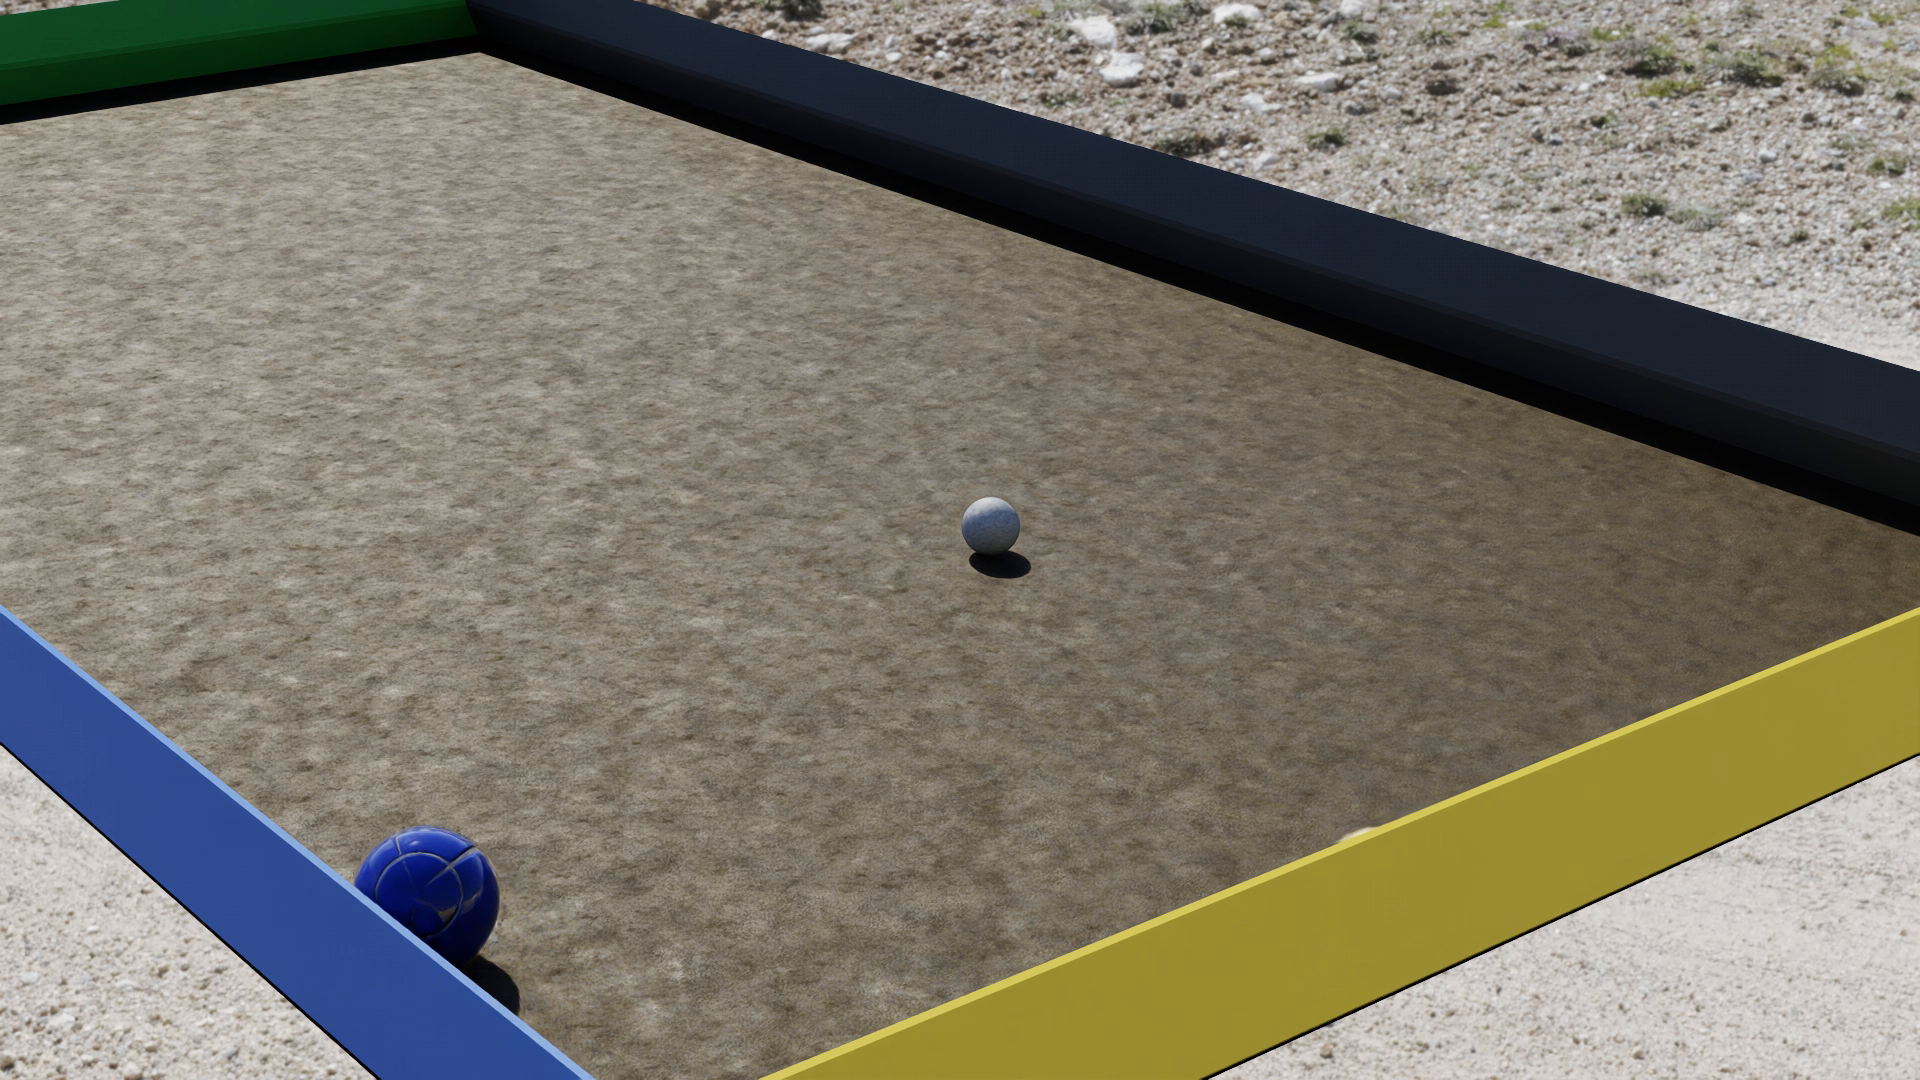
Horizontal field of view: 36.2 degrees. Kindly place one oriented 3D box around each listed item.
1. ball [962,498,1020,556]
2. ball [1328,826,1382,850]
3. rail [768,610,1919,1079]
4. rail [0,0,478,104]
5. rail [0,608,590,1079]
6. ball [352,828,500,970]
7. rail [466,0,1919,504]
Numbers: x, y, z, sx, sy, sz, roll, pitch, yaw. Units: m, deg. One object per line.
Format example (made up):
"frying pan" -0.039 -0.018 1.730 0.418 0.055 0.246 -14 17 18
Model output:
"ball" 0.027 -0.012 2.569 0.051 0.051 0.051 0 22 0
"ball" 0.273 0.225 1.947 0.070 0.070 0.070 0 22 0
"rail" 0.441 0.173 2.003 1.569 0.123 0.045 -16 27 -35
"rail" -1.352 -0.663 4.107 1.569 0.123 0.045 -16 27 -35
"rail" -1.052 -0.071 2.616 0.045 0.123 2.935 -16 27 -35
"ball" -0.344 0.233 1.893 0.095 0.095 0.095 0 22 0
"rail" 0.141 -0.419 3.493 0.045 0.123 2.935 -16 27 -35
